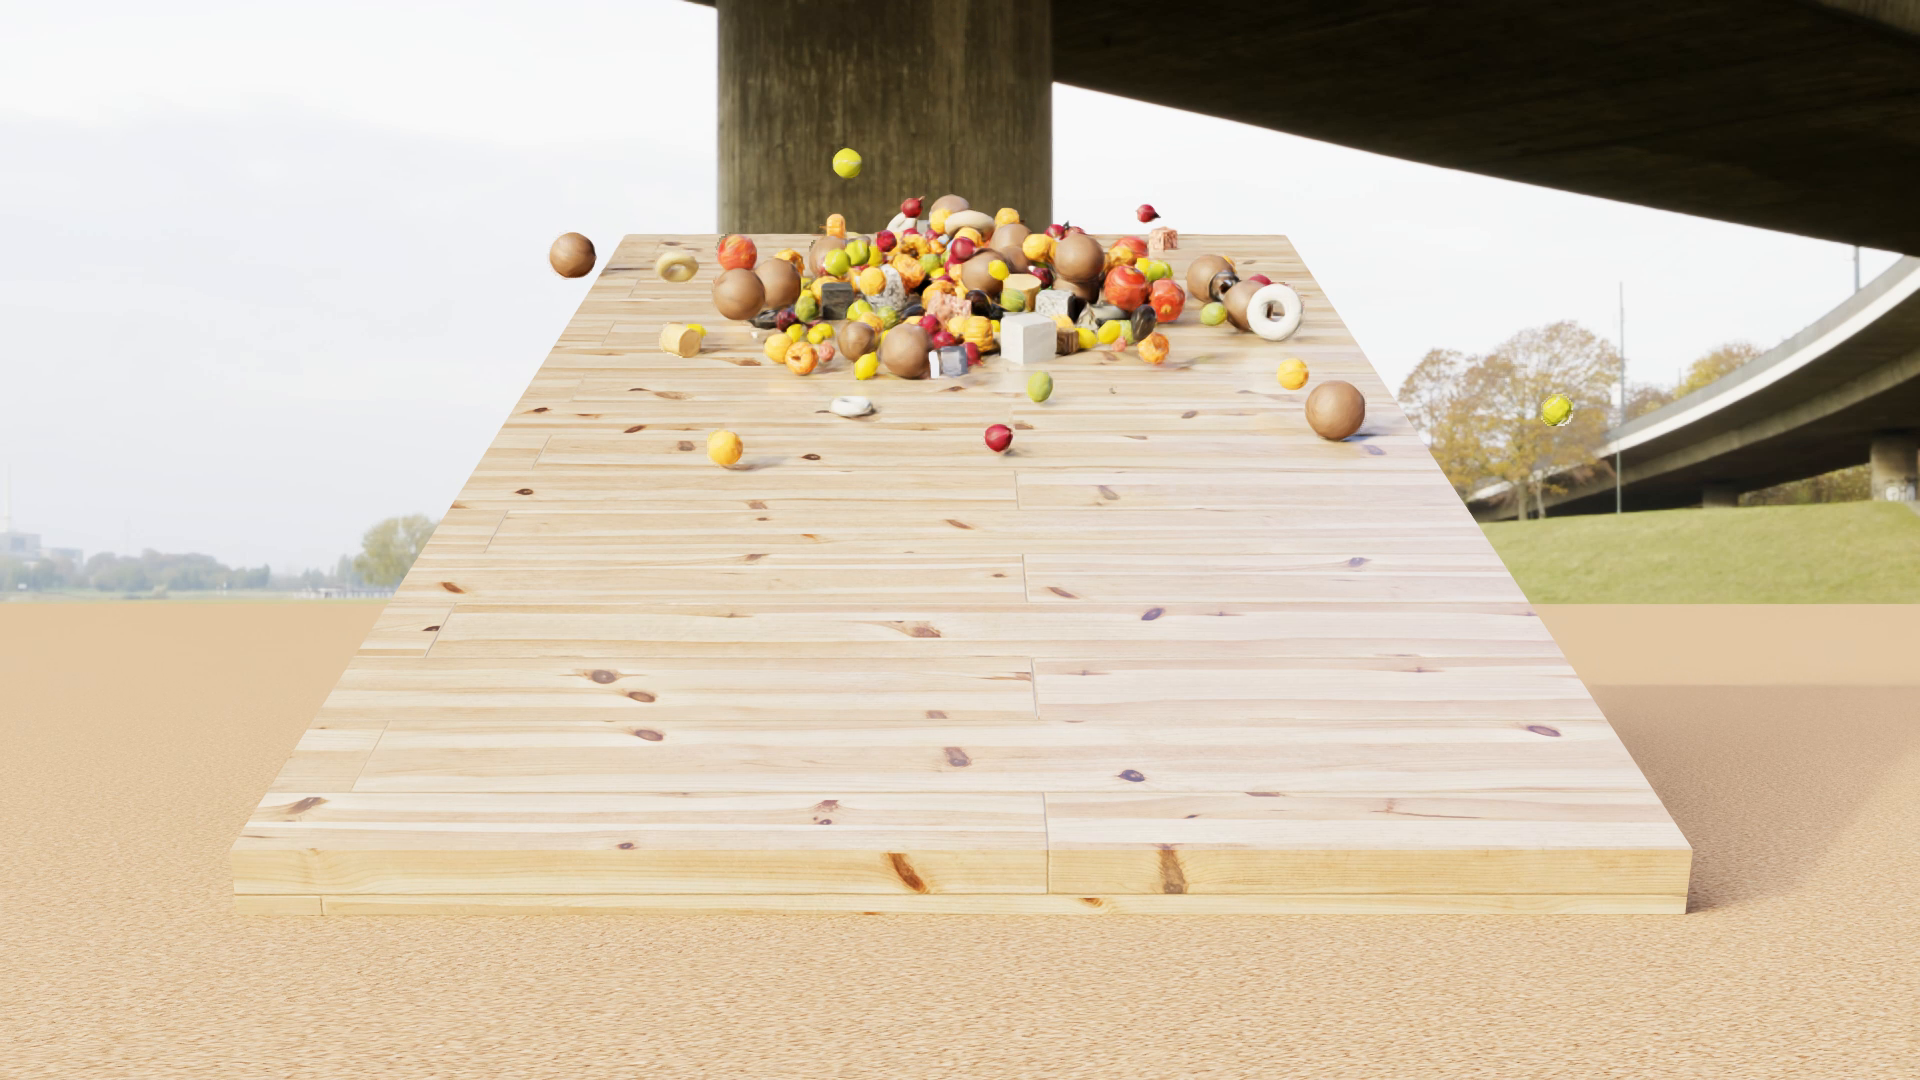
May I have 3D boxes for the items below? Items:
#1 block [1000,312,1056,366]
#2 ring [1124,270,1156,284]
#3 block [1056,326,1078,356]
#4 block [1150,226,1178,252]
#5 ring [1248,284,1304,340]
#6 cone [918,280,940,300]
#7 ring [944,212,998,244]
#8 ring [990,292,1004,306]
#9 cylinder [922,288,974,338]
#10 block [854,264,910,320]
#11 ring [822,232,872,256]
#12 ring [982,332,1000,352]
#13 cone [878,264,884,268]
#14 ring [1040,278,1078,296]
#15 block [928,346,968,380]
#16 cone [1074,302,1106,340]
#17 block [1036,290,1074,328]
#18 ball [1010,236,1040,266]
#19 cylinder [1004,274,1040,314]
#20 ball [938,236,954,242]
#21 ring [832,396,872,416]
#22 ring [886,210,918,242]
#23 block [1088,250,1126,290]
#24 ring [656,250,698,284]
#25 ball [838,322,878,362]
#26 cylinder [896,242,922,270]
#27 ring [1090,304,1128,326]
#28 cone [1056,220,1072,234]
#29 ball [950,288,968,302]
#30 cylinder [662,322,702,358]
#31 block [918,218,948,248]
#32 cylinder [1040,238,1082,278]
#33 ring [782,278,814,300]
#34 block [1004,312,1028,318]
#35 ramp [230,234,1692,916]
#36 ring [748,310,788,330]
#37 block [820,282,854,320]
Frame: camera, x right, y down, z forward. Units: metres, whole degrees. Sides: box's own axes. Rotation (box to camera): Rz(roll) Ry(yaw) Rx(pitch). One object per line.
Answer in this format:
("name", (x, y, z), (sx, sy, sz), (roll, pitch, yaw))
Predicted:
("block", (0.166, -0.488, 5.490), (0.097, 0.097, 0.097), (-12, 23, -31))
("ring", (0.498, -0.723, 6.256), (0.091, 0.030, 0.091), (4, -9, 1))
("block", (0.252, -0.488, 5.554), (0.055, 0.055, 0.055), (17, 25, 38))
("block", (0.600, -0.886, 6.661), (0.057, 0.057, 0.057), (-15, 25, -37))
("ring", (0.787, -0.568, 5.642), (0.142, 0.142, 0.047), (-1, 6, 20))
("cone", (-0.078, -0.676, 5.997), (0.063, 0.063, 0.063), (0, 37, 12))
("ring", (0.030, -0.870, 6.298), (0.148, 0.049, 0.148), (4, -17, 1))
("ring", (0.123, -0.638, 5.980), (0.090, 0.030, 0.090), (3, 2, 0))
("cylinder", (-0.030, -0.566, 5.653), (0.091, 0.091, 0.091), (33, -16, -24))
("block", (-0.203, -0.648, 5.899), (0.096, 0.096, 0.096), (-24, 25, -12))
("ring", (-0.330, -0.865, 6.615), (0.144, 0.048, 0.144), (1, 20, 0))
("ring", (0.107, -0.488, 5.586), (0.103, 0.034, 0.103), (1, 19, 0))
("cone", (-0.211, -0.725, 6.122), (0.082, 0.082, 0.082), (0, -29, 6))
("ring", (0.240, -0.669, 6.066), (0.149, 0.050, 0.149), (0, 20, 0))
("block", (-0.026, -0.411, 5.237), (0.064, 0.064, 0.064), (-5, -4, -27))
("cone", (0.321, -0.557, 5.692), (0.092, 0.092, 0.092), (0, 20, 0))
("block", (0.243, -0.589, 5.791), (0.084, 0.084, 0.084), (6, 20, 15))
("ball", (0.185, -0.825, 6.455), (0.081, 0.081, 0.081), (0, -1, 0))
("cylinder", (0.160, -0.626, 5.850), (0.095, 0.095, 0.095), (0, 32, 0))
("ball", (-0.044, -0.861, 6.594), (0.054, 0.054, 0.054), (0, -1, 0))
("ring", (-0.241, -0.299, 5.062), (0.093, 0.031, 0.093), (1, 20, 0))
("ring", (-0.172, -0.939, 6.765), (0.112, 0.112, 0.037), (-2, -41, 46))
("block", (0.403, -0.743, 6.221), (0.084, 0.084, 0.084), (7, 21, 18))
("ring", (-0.695, -0.671, 5.562), (0.104, 0.035, 0.104), (-5, -33, -3))
("ball", (-0.246, -0.478, 5.457), (0.100, 0.100, 0.100), (0, -1, 0))
("cylinder", (-0.145, -0.806, 6.419), (0.057, 0.057, 0.057), (-1, 29, 29))
("ring", (0.373, -0.581, 5.831), (0.120, 0.040, 0.120), (3, 15, -1))
("cone", (0.334, -0.938, 6.958), (0.062, 0.062, 0.062), (42, 0, 3))
("ball", (-0.006, -0.640, 5.976), (0.055, 0.055, 0.055), (0, -1, 0))
("cylinder", (-0.680, -0.486, 5.518), (0.071, 0.071, 0.071), (1, 17, -44))
("block", (-0.079, -0.908, 6.702), (0.070, 0.070, 0.070), (-10, 22, -25))
("cylinder", (0.283, -0.785, 6.303), (0.085, 0.085, 0.085), (30, 9, 19))
("ring", (-0.434, -0.676, 6.084), (0.091, 0.030, 0.091), (-17, 24, 8))
("block", (0.141, -0.539, 5.691), (0.059, 0.059, 0.059), (-1, 20, -3))
("ramp", (-0.005, -0.205, 4.991), (2.000, 0.100, 4.000), (0, 20, 0))
("ring", (-0.491, -0.566, 5.797), (0.105, 0.035, 0.105), (1, 19, 0))
("block", (-0.319, -0.621, 5.885), (0.079, 0.079, 0.079), (-2, 20, -6))
